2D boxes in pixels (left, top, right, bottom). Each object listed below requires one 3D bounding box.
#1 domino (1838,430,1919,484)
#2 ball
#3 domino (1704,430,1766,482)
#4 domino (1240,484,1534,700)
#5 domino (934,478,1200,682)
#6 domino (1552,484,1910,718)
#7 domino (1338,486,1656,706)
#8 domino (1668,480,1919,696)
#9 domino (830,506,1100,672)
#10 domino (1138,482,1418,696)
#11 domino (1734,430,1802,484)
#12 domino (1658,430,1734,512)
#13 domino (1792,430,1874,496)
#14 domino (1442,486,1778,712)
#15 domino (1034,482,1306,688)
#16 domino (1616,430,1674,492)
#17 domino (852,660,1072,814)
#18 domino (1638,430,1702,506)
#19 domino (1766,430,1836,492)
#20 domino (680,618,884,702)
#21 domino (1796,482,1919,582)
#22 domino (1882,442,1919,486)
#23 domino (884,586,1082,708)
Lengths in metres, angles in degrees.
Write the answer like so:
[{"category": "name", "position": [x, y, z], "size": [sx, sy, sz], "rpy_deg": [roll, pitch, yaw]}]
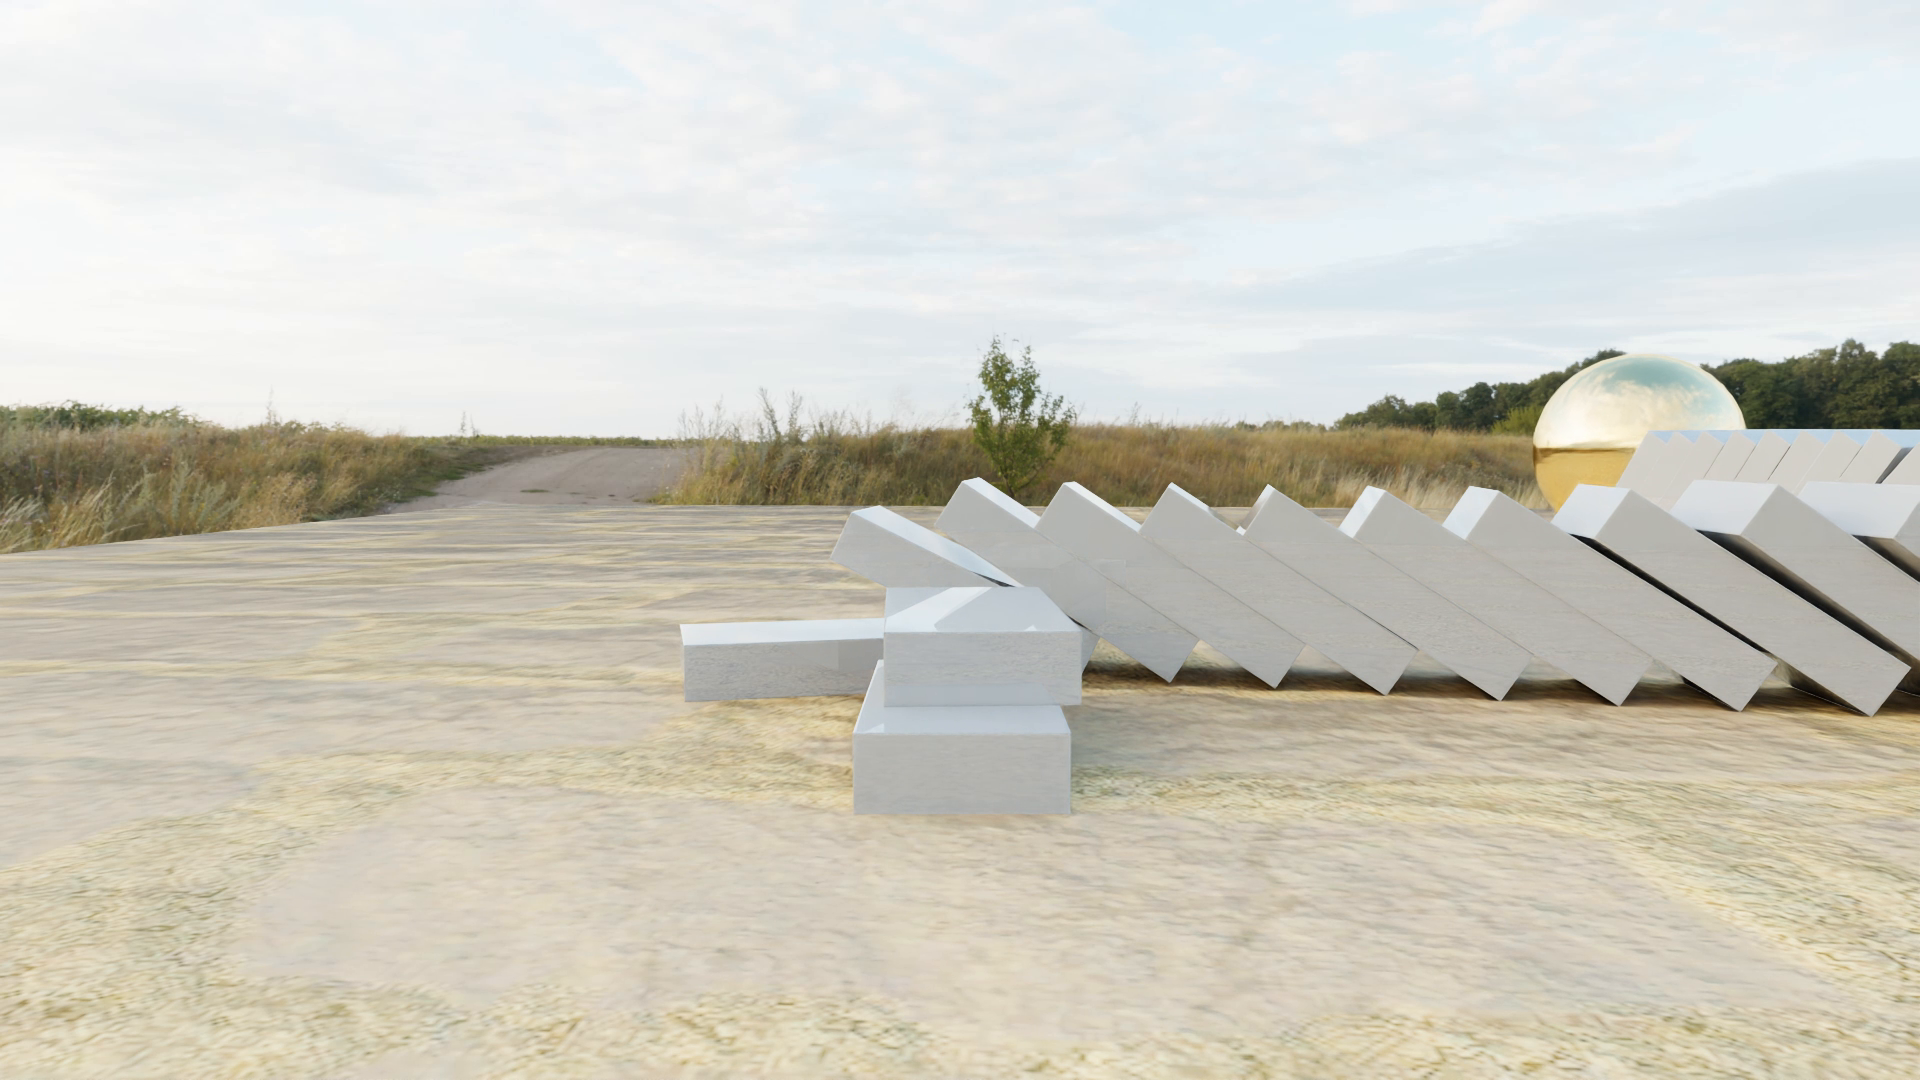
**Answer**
[{"category": "domino", "position": [0.285, -0.011, 0.403], "size": [0.025, 0.050, 0.010], "rpy_deg": [-2, 38, -21]}, {"category": "ball", "position": [0.283, -0.038, 0.537], "size": [0.080, 0.080, 0.080], "rpy_deg": [0, 4, 0]}, {"category": "domino", "position": [0.268, -0.015, 0.446], "size": [0.025, 0.050, 0.010], "rpy_deg": [-2, 37, -22]}, {"category": "domino", "position": [0.074, 0.008, 0.227], "size": [0.050, 0.009, 0.025], "rpy_deg": [34, 10, 7]}, {"category": "domino", "position": [0.020, 0.006, 0.238], "size": [0.050, 0.009, 0.025], "rpy_deg": [34, 8, 4]}, {"category": "domino", "position": [0.126, 0.009, 0.214], "size": [0.050, 0.009, 0.025], "rpy_deg": [34, 8, 5]}, {"category": "domino", "position": [0.091, 0.008, 0.223], "size": [0.050, 0.009, 0.025], "rpy_deg": [33, 10, 7]}, {"category": "domino", "position": [0.144, 0.009, 0.209], "size": [0.050, 0.009, 0.025], "rpy_deg": [35, 5, 0]}, {"category": "domino", "position": [0.002, 0.009, 0.242], "size": [0.050, 0.009, 0.025], "rpy_deg": [26, 7, 6]}, {"category": "domino", "position": [0.056, 0.008, 0.231], "size": [0.050, 0.009, 0.025], "rpy_deg": [34, 9, 7]}, {"category": "domino", "position": [0.273, -0.014, 0.436], "size": [0.025, 0.050, 0.010], "rpy_deg": [-2, 37, -22]}, {"category": "domino", "position": [0.264, -0.015, 0.456], "size": [0.025, 0.050, 0.009], "rpy_deg": [-2, 37, -22]}, {"category": "domino", "position": [0.281, -0.012, 0.414], "size": [0.025, 0.050, 0.009], "rpy_deg": [-2, 38, -21]}, {"category": "domino", "position": [0.108, 0.009, 0.218], "size": [0.050, 0.009, 0.025], "rpy_deg": [34, 10, 7]}, {"category": "domino", "position": [0.038, 0.007, 0.235], "size": [0.050, 0.010, 0.025], "rpy_deg": [34, 8, 6]}, {"category": "domino", "position": [0.256, -0.017, 0.477], "size": [0.025, 0.050, 0.009], "rpy_deg": [-2, 37, -22]}, {"category": "domino", "position": [0.000, 0.025, 0.172], "size": [0.025, 0.009, 0.050], "rpy_deg": [0, 4, 0]}, {"category": "domino", "position": [0.260, -0.016, 0.467], "size": [0.025, 0.050, 0.009], "rpy_deg": [-2, 37, -22]}, {"category": "domino", "position": [0.277, -0.013, 0.425], "size": [0.025, 0.050, 0.009], "rpy_deg": [-2, 38, -21]}, {"category": "domino", "position": [-0.024, 0.021, 0.229], "size": [0.050, 0.009, 0.025], "rpy_deg": [-1, 4, -14]}, {"category": "domino", "position": [0.162, 0.009, 0.207], "size": [0.050, 0.009, 0.025], "rpy_deg": [34, 1, -6]}, {"category": "domino", "position": [0.288, -0.009, 0.390], "size": [0.025, 0.050, 0.009], "rpy_deg": [-2, 43, -21]}, {"category": "domino", "position": [0.002, 0.014, 0.186], "size": [0.025, 0.009, 0.050], "rpy_deg": [0, 4, -3]}]
